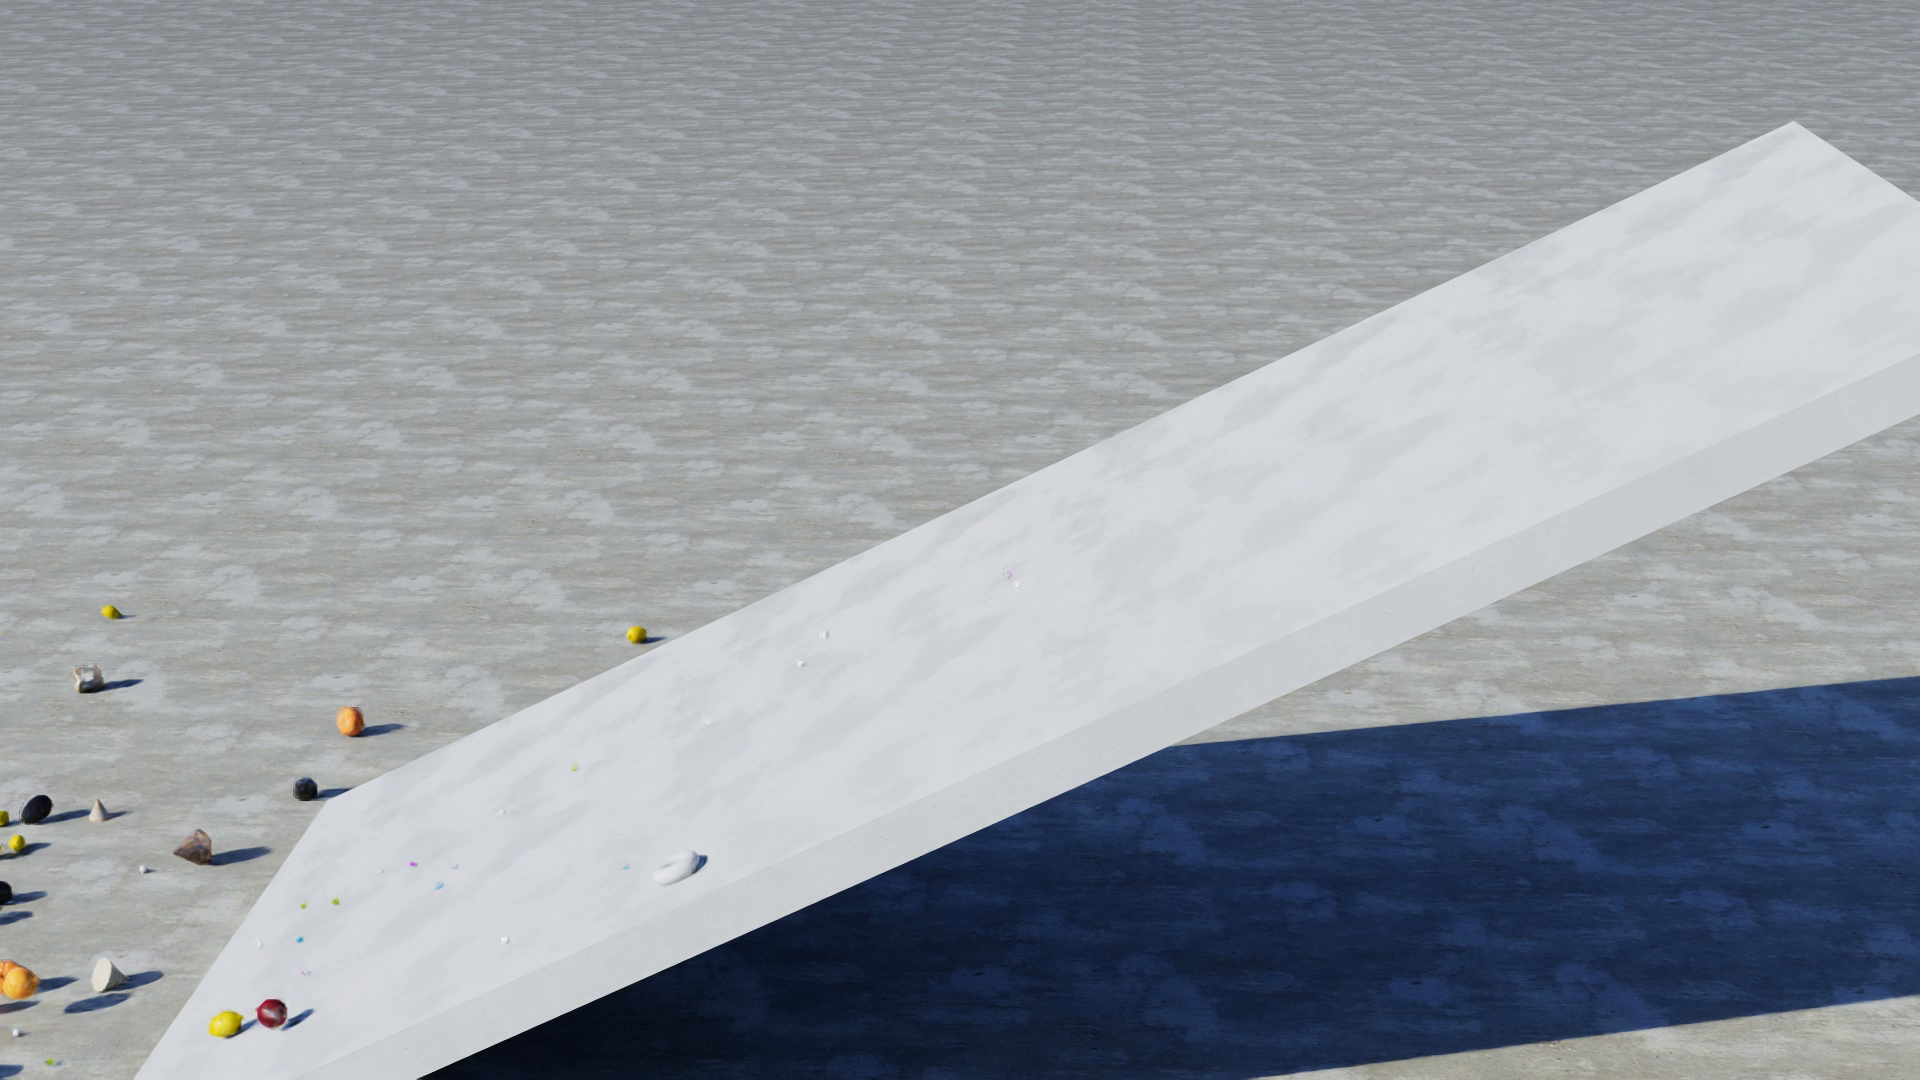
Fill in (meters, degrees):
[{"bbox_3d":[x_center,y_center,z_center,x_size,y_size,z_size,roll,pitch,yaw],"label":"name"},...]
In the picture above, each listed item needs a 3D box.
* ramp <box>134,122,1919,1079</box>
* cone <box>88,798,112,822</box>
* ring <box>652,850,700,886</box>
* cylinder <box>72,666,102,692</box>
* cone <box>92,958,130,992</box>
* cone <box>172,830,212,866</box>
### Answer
[{"bbox_3d":[0.138,0.168,6.281,4.000,0.100,2.000,-25,14,10],"label":"ramp"},{"bbox_3d":[-2.249,0.699,7.678,0.058,0.058,0.058,0,16,0],"label":"cone"},{"bbox_3d":[-0.540,0.623,5.588,0.098,0.033,0.098,-26,12,6],"label":"ring"},{"bbox_3d":[-2.566,0.408,8.650,0.070,0.070,0.070,-9,19,-30],"label":"cylinder"},{"bbox_3d":[-1.923,0.997,6.703,0.076,0.076,0.076,22,-3,-44],"label":"cone"},{"bbox_3d":[-1.932,0.774,7.337,0.092,0.092,0.092,10,10,32],"label":"cone"}]
